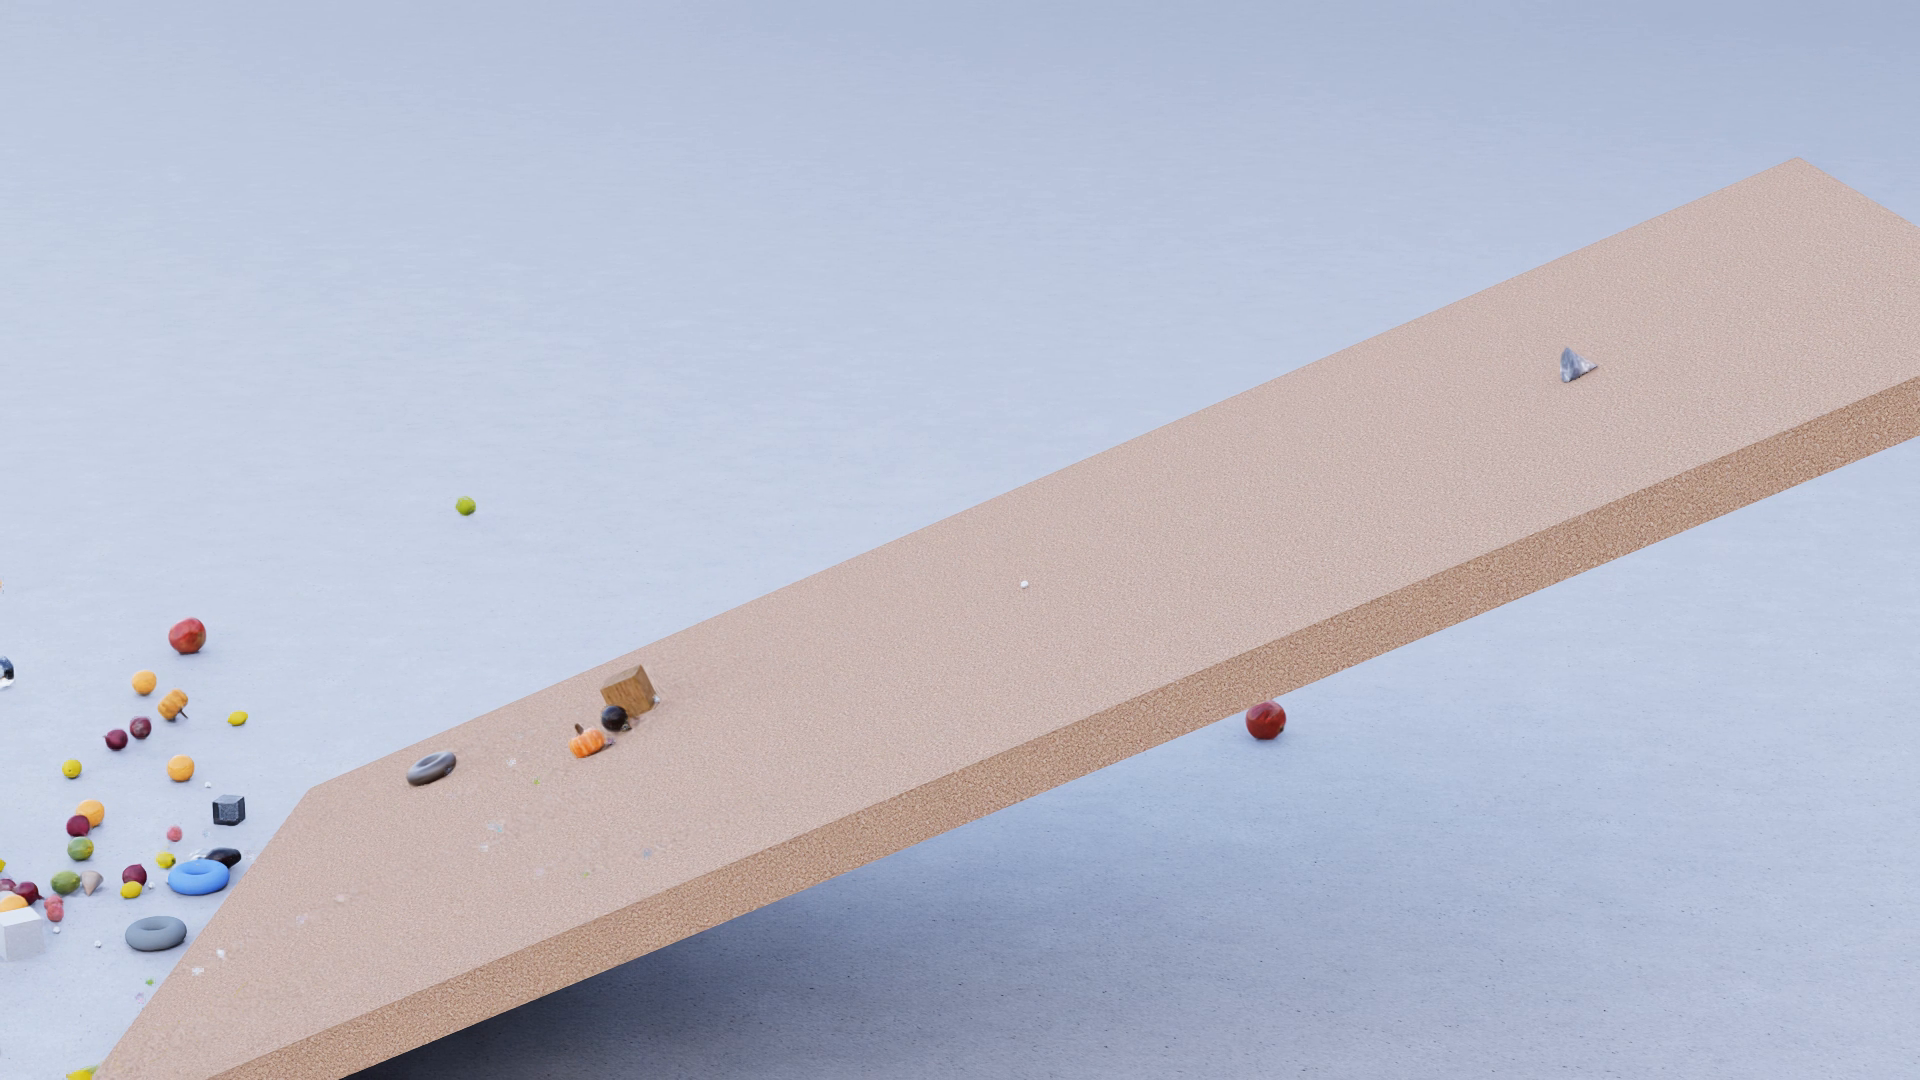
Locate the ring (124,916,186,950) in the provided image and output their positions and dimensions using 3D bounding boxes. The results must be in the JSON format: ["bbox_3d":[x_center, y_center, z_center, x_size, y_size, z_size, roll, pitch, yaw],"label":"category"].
[{"bbox_3d":[-1.855,0.908,6.787,0.139,0.046,0.139,-1,14,0],"label":"ring"}]

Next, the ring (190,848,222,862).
[{"bbox_3d":[-1.867,0.785,7.279,0.080,0.027,0.080,0,16,0],"label":"ring"}]

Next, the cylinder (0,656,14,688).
[{"bbox_3d":[-2.833,0.393,8.600,0.093,0.093,0.093,10,18,32],"label":"cylinder"}]

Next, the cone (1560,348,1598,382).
[{"bbox_3d":[1.267,-0.355,5.983,0.071,0.071,0.071,2,14,-12],"label":"cone"}]

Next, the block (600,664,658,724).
[{"bbox_3d":[-0.763,0.354,6.778,0.090,0.090,0.090,-23,13,10],"label":"block"}]

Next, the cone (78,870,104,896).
[{"bbox_3d":[-2.097,0.837,7.084,0.058,0.058,0.058,-1,42,-5],"label":"cone"}]

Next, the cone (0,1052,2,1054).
[{"bbox_3d":[-2.070,1.045,6.196,0.090,0.090,0.090,0,15,0],"label":"cone"}]

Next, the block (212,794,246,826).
[{"bbox_3d":[-1.877,0.694,7.550,0.060,0.060,0.060,3,16,13],"label":"block"}]

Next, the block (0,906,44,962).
[{"bbox_3d":[-2.154,0.902,6.731,0.086,0.086,0.086,-10,18,-33],"label":"block"}]

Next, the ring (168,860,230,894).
[{"bbox_3d":[-1.843,0.816,7.121,0.145,0.048,0.145,1,16,0],"label":"ring"}]

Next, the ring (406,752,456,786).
[{"bbox_3d":[-1.267,0.548,7.047,0.129,0.043,0.129,-23,14,6],"label":"ring"}]

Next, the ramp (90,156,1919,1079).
[{"bbox_3d":[0.132,0.170,6.284,4.000,0.100,2.000,-23,13,8],"label":"ramp"}]
